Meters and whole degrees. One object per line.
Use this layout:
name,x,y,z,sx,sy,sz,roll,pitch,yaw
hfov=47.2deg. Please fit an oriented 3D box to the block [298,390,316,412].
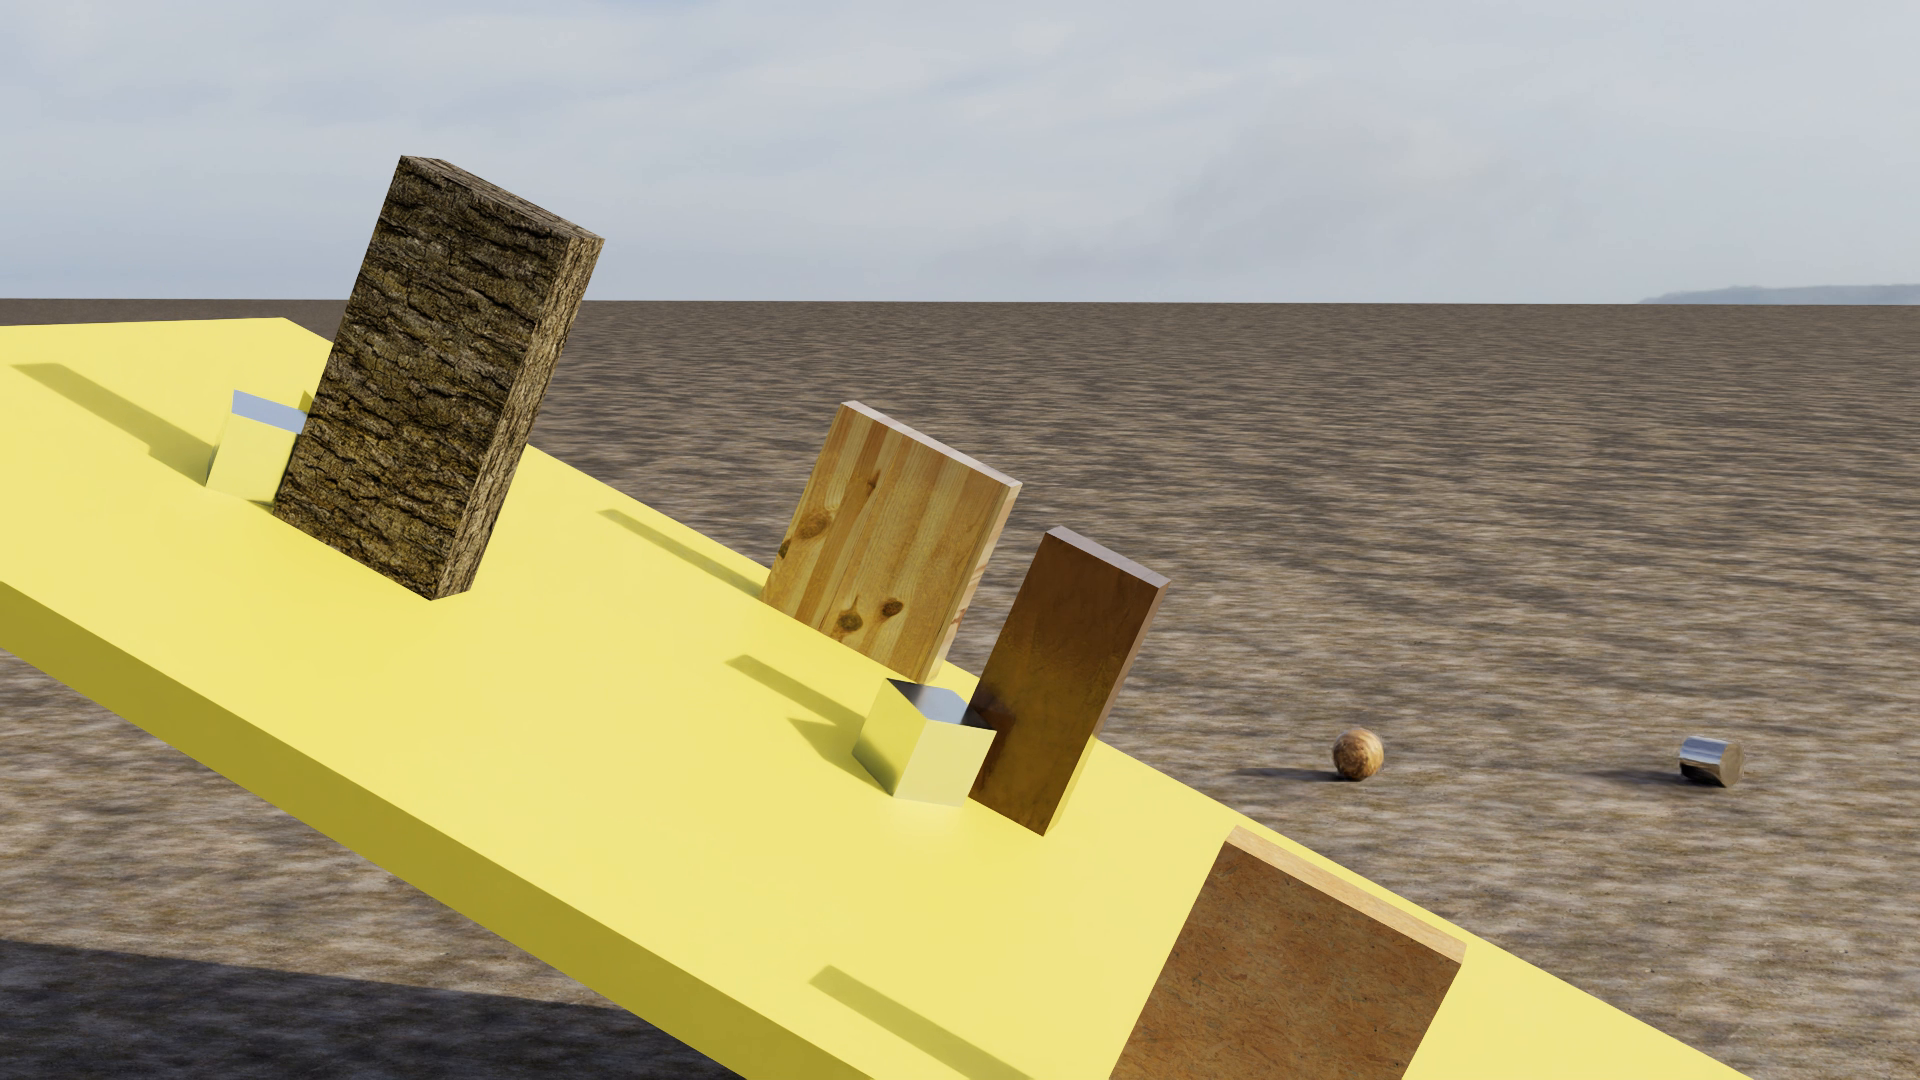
block,-1.239,-0.172,4.443,0.179,0.179,0.179,11,18,-42

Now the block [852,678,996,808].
block,-0.071,0.393,4.262,0.171,0.171,0.171,13,17,-37

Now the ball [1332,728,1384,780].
ball,1.461,0.785,8.077,0.190,0.190,0.190,0,7,0

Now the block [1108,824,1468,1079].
block,0.440,0.718,3.129,0.359,0.508,0.097,27,14,13

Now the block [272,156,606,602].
block,-0.990,-0.305,4.158,0.371,0.741,0.147,27,14,13

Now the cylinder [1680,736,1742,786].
cylinder,2.742,0.806,8.029,0.160,0.160,0.160,-6,9,-40

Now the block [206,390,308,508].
block,-1.363,-0.175,4.285,0.158,0.158,0.158,18,14,-22

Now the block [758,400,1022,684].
block,-0.159,0.005,4.917,0.430,0.493,0.095,27,14,13

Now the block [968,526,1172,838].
block,0.181,0.276,4.320,0.244,0.550,0.116,27,14,13

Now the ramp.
ramp,-0.276,0.476,4.177,4.000,0.100,2.000,27,14,13
